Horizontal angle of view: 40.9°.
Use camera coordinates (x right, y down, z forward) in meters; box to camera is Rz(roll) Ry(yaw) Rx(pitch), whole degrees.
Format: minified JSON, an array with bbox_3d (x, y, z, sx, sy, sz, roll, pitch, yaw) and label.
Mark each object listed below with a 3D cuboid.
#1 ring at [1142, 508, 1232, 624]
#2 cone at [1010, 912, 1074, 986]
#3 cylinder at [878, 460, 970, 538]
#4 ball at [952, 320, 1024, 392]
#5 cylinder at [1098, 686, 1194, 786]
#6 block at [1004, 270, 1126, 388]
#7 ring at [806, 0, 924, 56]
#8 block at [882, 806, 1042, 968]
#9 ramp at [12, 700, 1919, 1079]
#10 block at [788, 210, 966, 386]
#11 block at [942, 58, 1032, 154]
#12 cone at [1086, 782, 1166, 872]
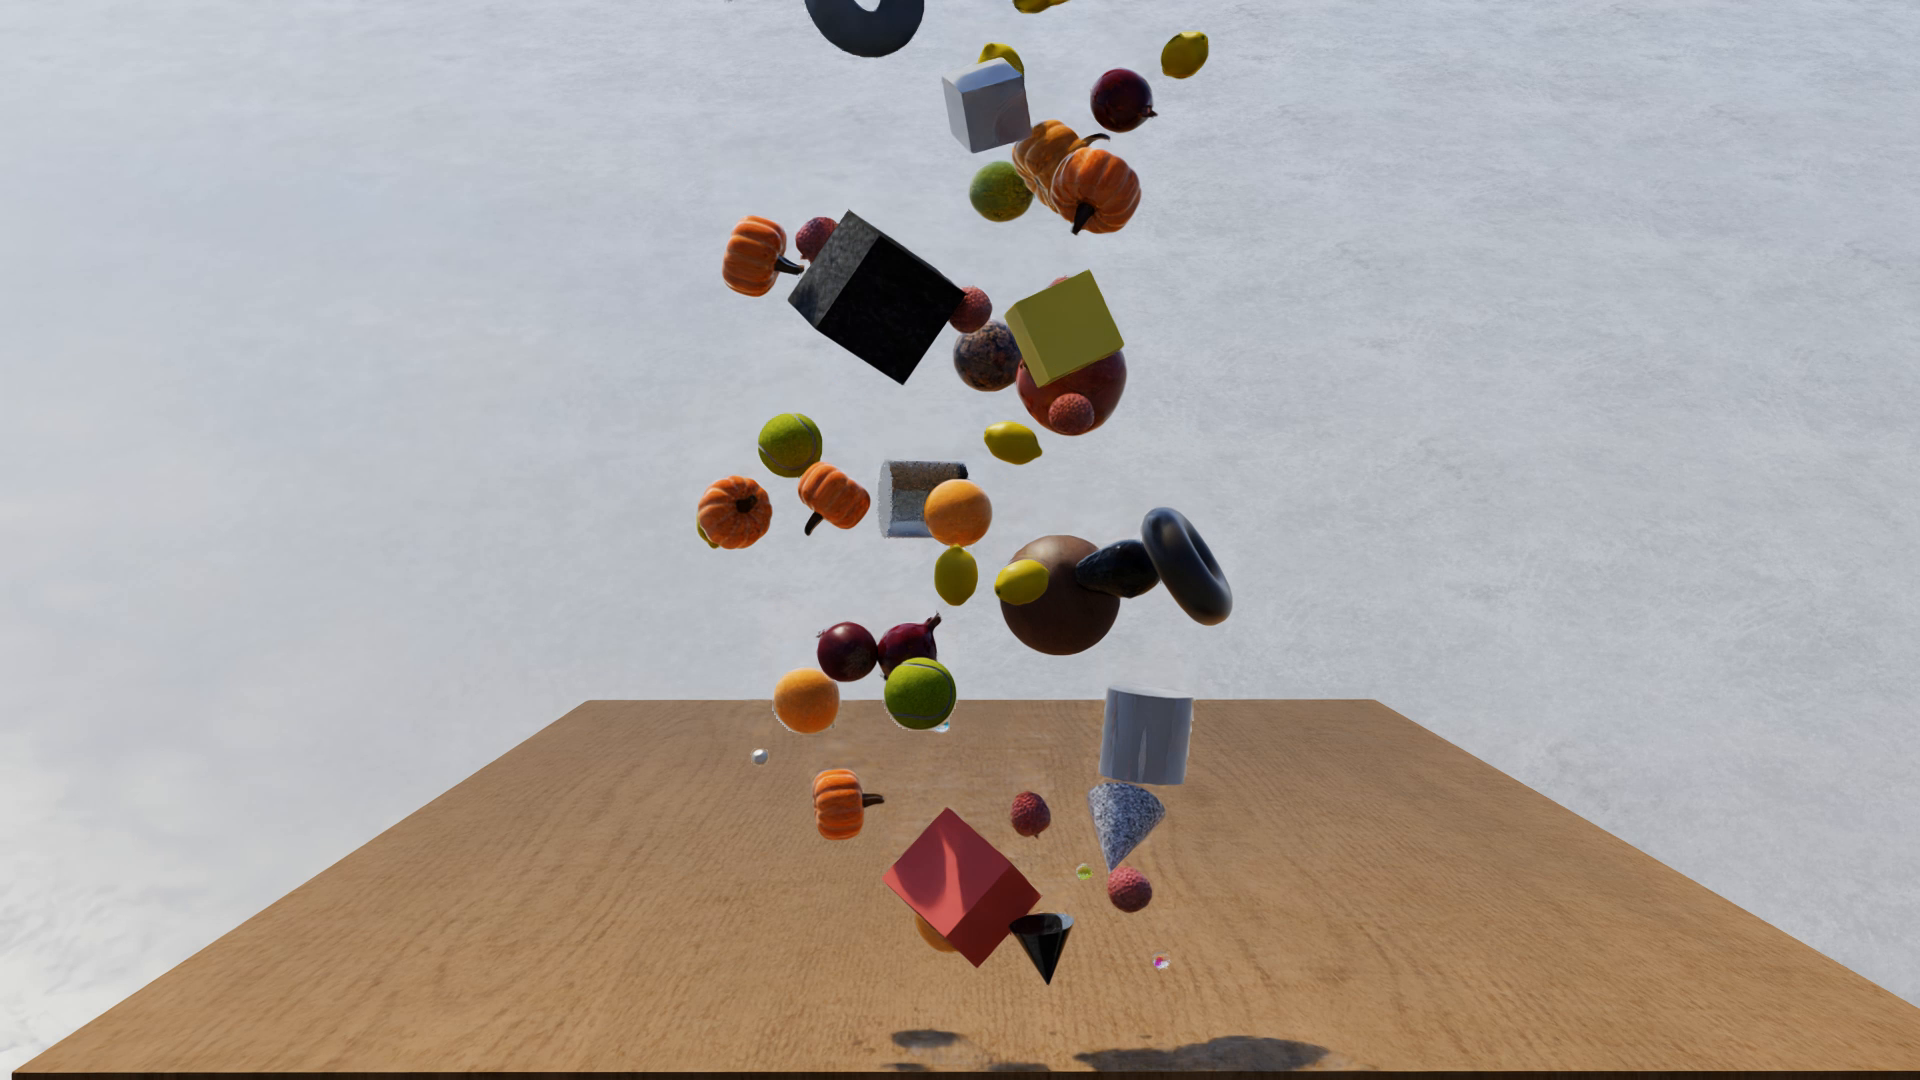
[{"bbox_3d":[0.221,0.025,2.512,0.043,0.129,0.129,-32,22,12],"label":"ring"},{"bbox_3d":[0.082,0.398,2.470,0.063,0.063,0.063,-6,10,1],"label":"cone"},{"bbox_3d":[-0.039,-0.044,2.765,0.083,0.083,0.083,1,24,-13],"label":"cylinder"},{"bbox_3d":[0.031,-0.194,2.711,0.077,0.077,0.077,0,25,0],"label":"ball"},{"bbox_3d":[0.198,0.207,2.743,0.092,0.092,0.092,6,3,0],"label":"cylinder"},{"bbox_3d":[0.096,-0.196,2.399,0.077,0.077,0.077,-25,0,-7],"label":"block"},{"bbox_3d":[-0.080,-0.462,2.165,0.115,0.115,0.038,-19,4,-35],"label":"ring"},{"bbox_3d":[0.002,0.337,2.496,0.094,0.094,0.094,-47,57,-7],"label":"block"},{"bbox_3d":[0.057,0.516,4.556,2.000,0.100,4.000,0,2,0],"label":"ramp"},{"bbox_3d":[-0.074,-0.212,2.251,0.097,0.097,0.097,32,7,-27],"label":"block"},{"bbox_3d":[0.023,-0.380,2.255,0.057,0.057,0.057,-17,31,-11],"label":"block"},{"bbox_3d":[0.151,0.287,2.467,0.078,0.078,0.078,7,51,14],"label":"cone"}]
